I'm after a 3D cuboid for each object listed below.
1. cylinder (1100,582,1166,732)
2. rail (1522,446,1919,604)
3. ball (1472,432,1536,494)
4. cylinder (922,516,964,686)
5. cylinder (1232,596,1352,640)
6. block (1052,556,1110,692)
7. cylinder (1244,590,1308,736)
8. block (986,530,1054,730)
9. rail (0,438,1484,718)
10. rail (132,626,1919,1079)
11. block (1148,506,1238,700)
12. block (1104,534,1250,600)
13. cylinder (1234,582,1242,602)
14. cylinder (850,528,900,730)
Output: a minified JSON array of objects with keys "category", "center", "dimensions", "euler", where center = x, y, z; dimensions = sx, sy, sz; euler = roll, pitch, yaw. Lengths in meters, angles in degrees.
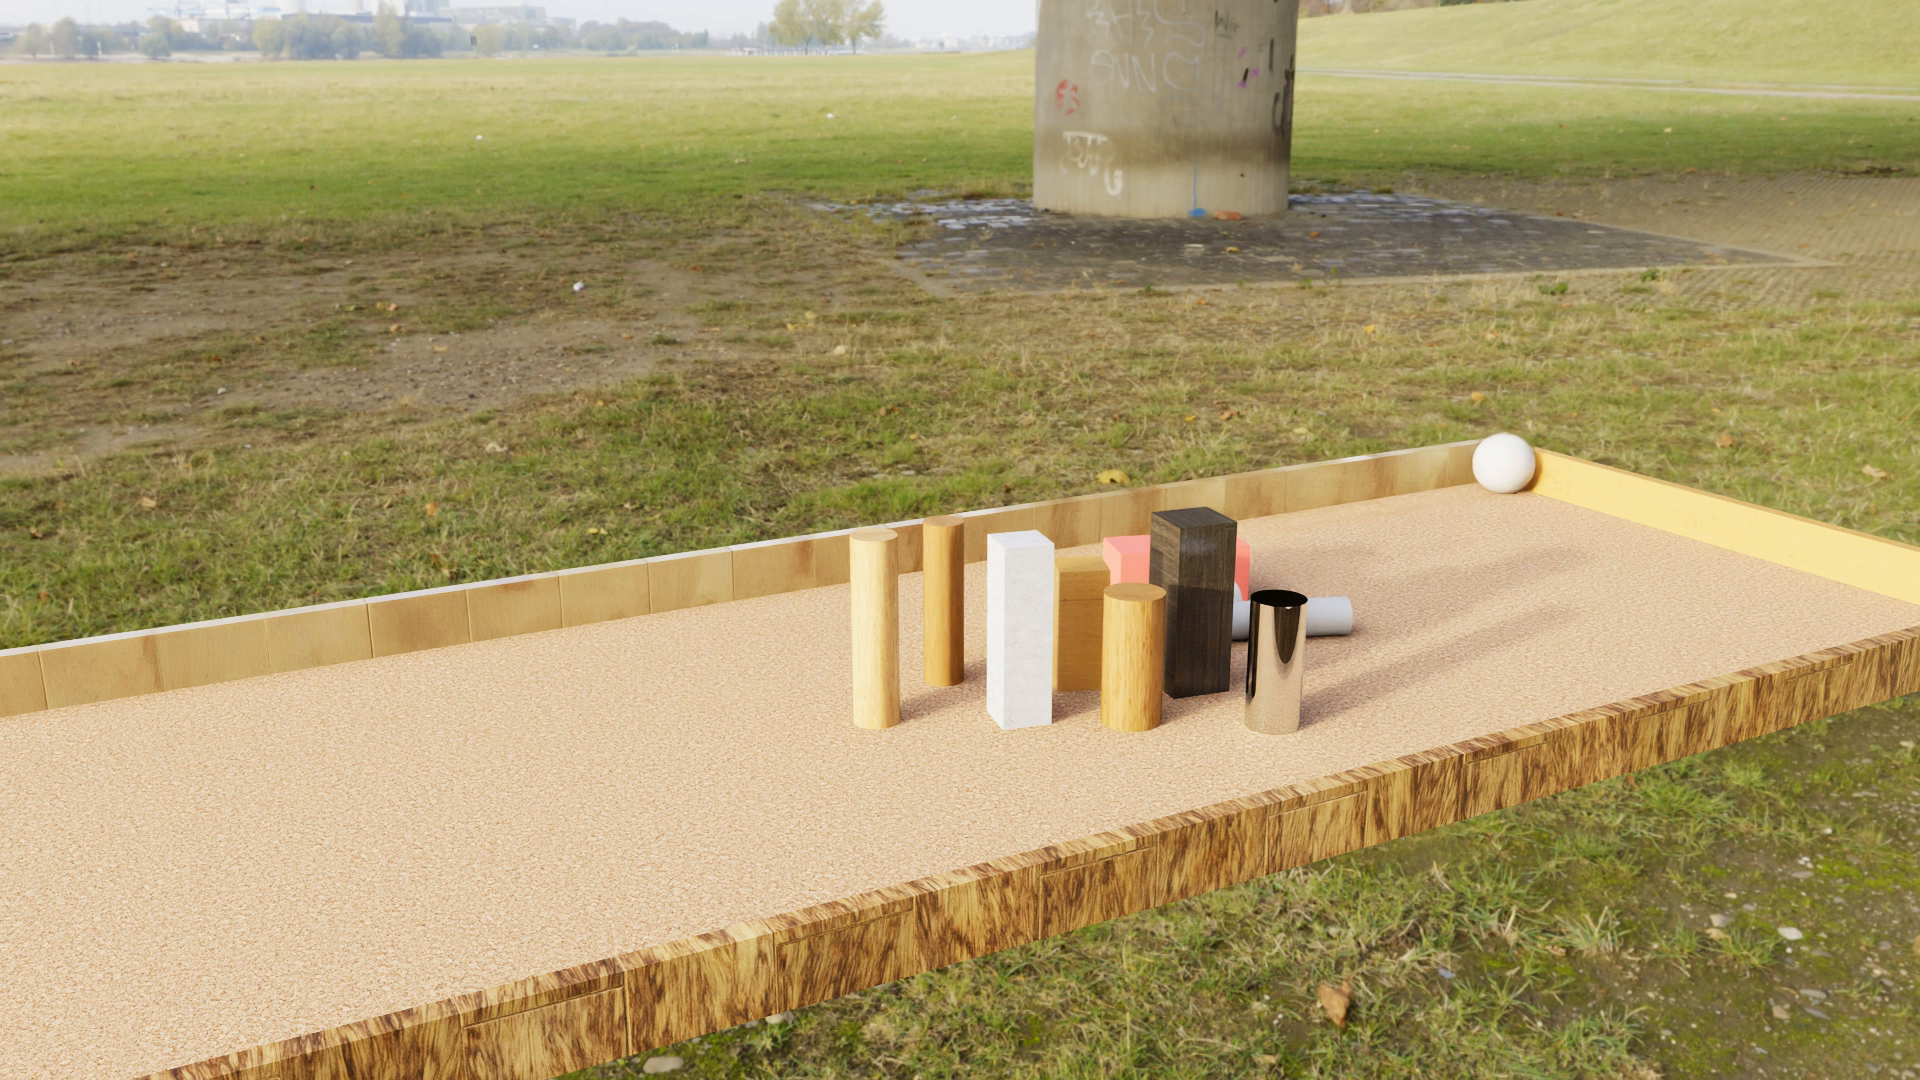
[{"category":"cylinder","center":[0.404,0.273,3.860],"dimensions":[0.145,0.319,0.145],"euler":[0,16,0]},{"category":"rail","center":[2.466,-0.048,5.253],"dimensions":[0.050,0.150,2.100],"euler":[-9,18,-27]},{"category":"ball","center":[1.946,-0.275,5.904],"dimensions":[0.217,0.217,0.217],"euler":[0,16,0]},{"category":"cylinder","center":[-0.041,0.152,4.101],"dimensions":[0.102,0.415,0.102],"euler":[0,16,0]},{"category":"cylinder","center":[0.858,0.212,4.449],"dimensions":[0.381,0.104,0.104],"euler":[-2,17,-8]},{"category":"block","center":[0.297,0.207,4.100],"dimensions":[0.125,0.310,0.125],"euler":[-2,16,-6]},{"category":"cylinder","center":[0.734,0.284,3.835],"dimensions":[0.130,0.313,0.130],"euler":[0,16,0]},{"category":"block","center":[0.140,0.210,3.856],"dimensions":[0.120,0.442,0.120],"euler":[-5,17,-17]},{"category":"rail","center":[-3.305,0.497,3.399],"dimensions":[12.000,0.150,0.050],"euler":[-9,18,-27]},{"category":"rail","center":[-2.336,1.006,1.665],"dimensions":[12.000,0.150,0.050],"euler":[-9,18,-27]},{"category":"block","center":[0.568,0.153,4.064],"dimensions":[0.153,0.435,0.153],"euler":[-6,17,-19]},{"category":"block","center":[0.622,0.086,4.765],"dimensions":[0.385,0.169,0.169],"euler":[-3,17,-12]},{"category":"cylinder","center":[0.562,0.190,4.494],"dimensions":[0.407,0.122,0.122],"euler":[-6,18,-21]},{"category":"cylinder","center":[-0.198,0.207,3.839],"dimensions":[0.111,0.457,0.111],"euler":[0,16,0]}]
